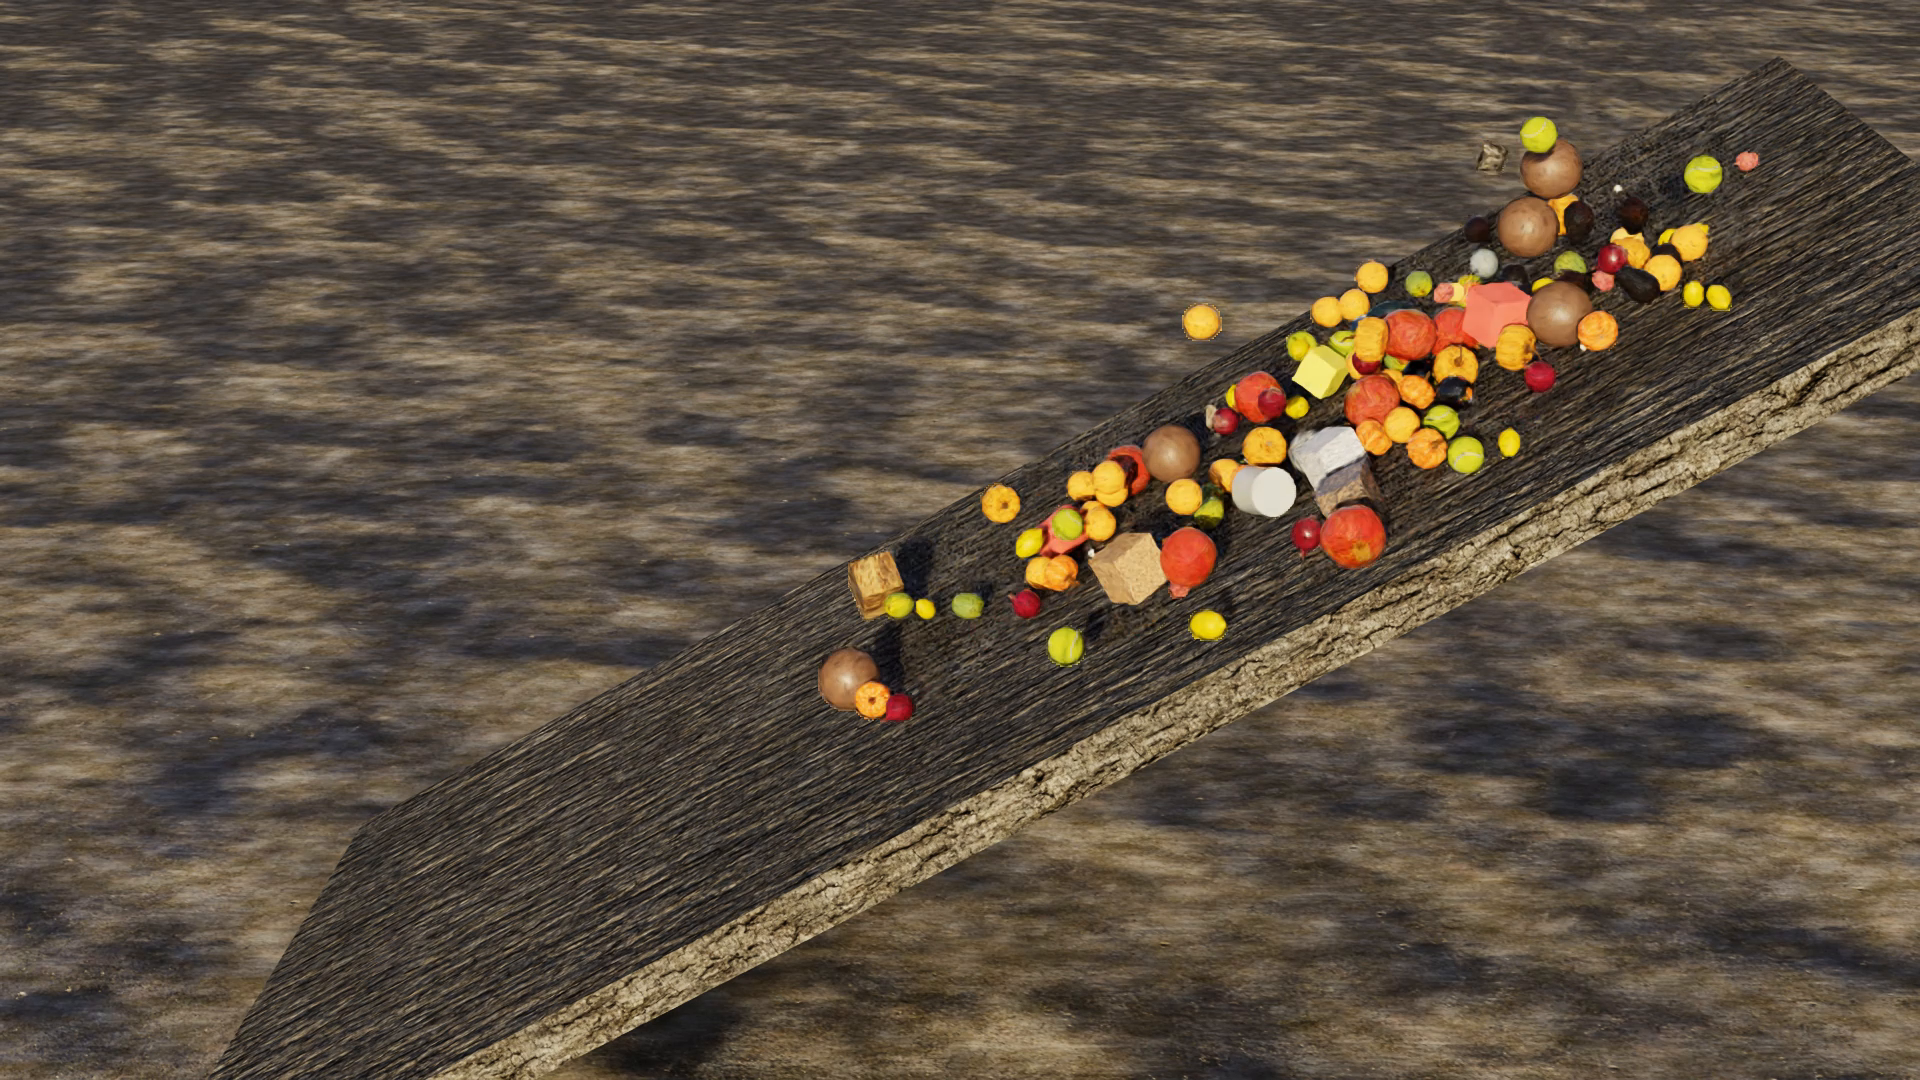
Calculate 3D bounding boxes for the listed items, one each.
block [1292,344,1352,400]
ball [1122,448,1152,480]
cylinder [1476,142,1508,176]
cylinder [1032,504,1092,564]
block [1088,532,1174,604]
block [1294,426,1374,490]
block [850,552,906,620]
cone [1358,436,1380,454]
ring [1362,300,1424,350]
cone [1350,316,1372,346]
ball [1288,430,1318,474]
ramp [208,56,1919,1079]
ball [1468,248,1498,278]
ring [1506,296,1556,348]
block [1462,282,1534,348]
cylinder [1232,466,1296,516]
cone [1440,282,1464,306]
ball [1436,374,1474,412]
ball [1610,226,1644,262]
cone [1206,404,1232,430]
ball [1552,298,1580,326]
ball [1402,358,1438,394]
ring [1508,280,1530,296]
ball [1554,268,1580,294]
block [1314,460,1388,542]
[{"bbox_3d":[0.776,-0.360,6.297,0.077,0.077,0.077,38,30,19],"label":"block"},{"bbox_3d":[0.394,-0.167,6.543,0.071,0.071,0.071,0,19,0],"label":"ball"},{"bbox_3d":[1.122,-0.804,6.206,0.054,0.054,0.054,14,21,-6],"label":"cylinder"},{"bbox_3d":[0.219,-0.013,6.343,0.092,0.092,0.092,18,47,43],"label":"cylinder"},{"bbox_3d":[0.331,0.054,5.697,0.099,0.099,0.099,-38,17,-21],"label":"block"},{"bbox_3d":[0.734,-0.160,5.785,0.093,0.093,0.093,-36,15,-18],"label":"block"},{"bbox_3d":[-0.185,0.102,6.594,0.095,0.095,0.095,-17,58,-10],"label":"block"},{"bbox_3d":[0.808,-0.184,5.846,0.062,0.062,0.062,-4,19,0],"label":"cone"},{"bbox_3d":[0.905,-0.449,6.152,0.131,0.131,0.044,-2,51,-5],"label":"ring"},{"bbox_3d":[0.900,-0.474,6.472,0.072,0.072,0.072,-2,-18,-5],"label":"cone"},{"bbox_3d":[0.704,-0.177,5.906,0.090,0.090,0.090,0,19,0],"label":"ball"},{"bbox_3d":[0.142,0.168,6.285,4.000,0.100,2.000,-28,15,12],"label":"ramp"},{"bbox_3d":[1.080,-0.571,6.066,0.061,0.061,0.061,0,19,0],"label":"ball"},{"bbox_3d":[1.147,-0.442,5.954,0.139,0.046,0.139,-33,20,13],"label":"ring"},{"bbox_3d":[1.070,-0.449,5.851,0.094,0.094,0.094,-9,31,-23],"label":"block"},{"bbox_3d":[0.602,-0.097,5.831,0.097,0.097,0.097,-7,6,-19],"label":"cylinder"},{"bbox_3d":[1.037,-0.508,6.198,0.050,0.050,0.050,-3,58,5],"label":"cone"},{"bbox_3d":[0.970,-0.287,5.767,0.073,0.073,0.073,0,19,0],"label":"ball"},{"bbox_3d":[1.367,-0.607,6.028,0.071,0.071,0.071,0,19,0],"label":"ball"},{"bbox_3d":[0.587,-0.275,6.594,0.057,0.057,0.057,4,19,22],"label":"cone"},{"bbox_3d":[1.211,-0.455,5.874,0.054,0.054,0.054,0,19,0],"label":"ball"},{"bbox_3d":[0.936,-0.333,5.988,0.073,0.073,0.073,0,19,0],"label":"ball"},{"bbox_3d":[1.144,-0.496,6.111,0.030,0.091,0.091,13,7,-39],"label":"ring"},{"bbox_3d":[1.242,-0.531,6.026,0.052,0.052,0.052,0,19,0],"label":"ball"},{"bbox_3d":[0.732,-0.074,5.500,0.094,0.094,0.094,-26,15,21],"label":"block"}]
